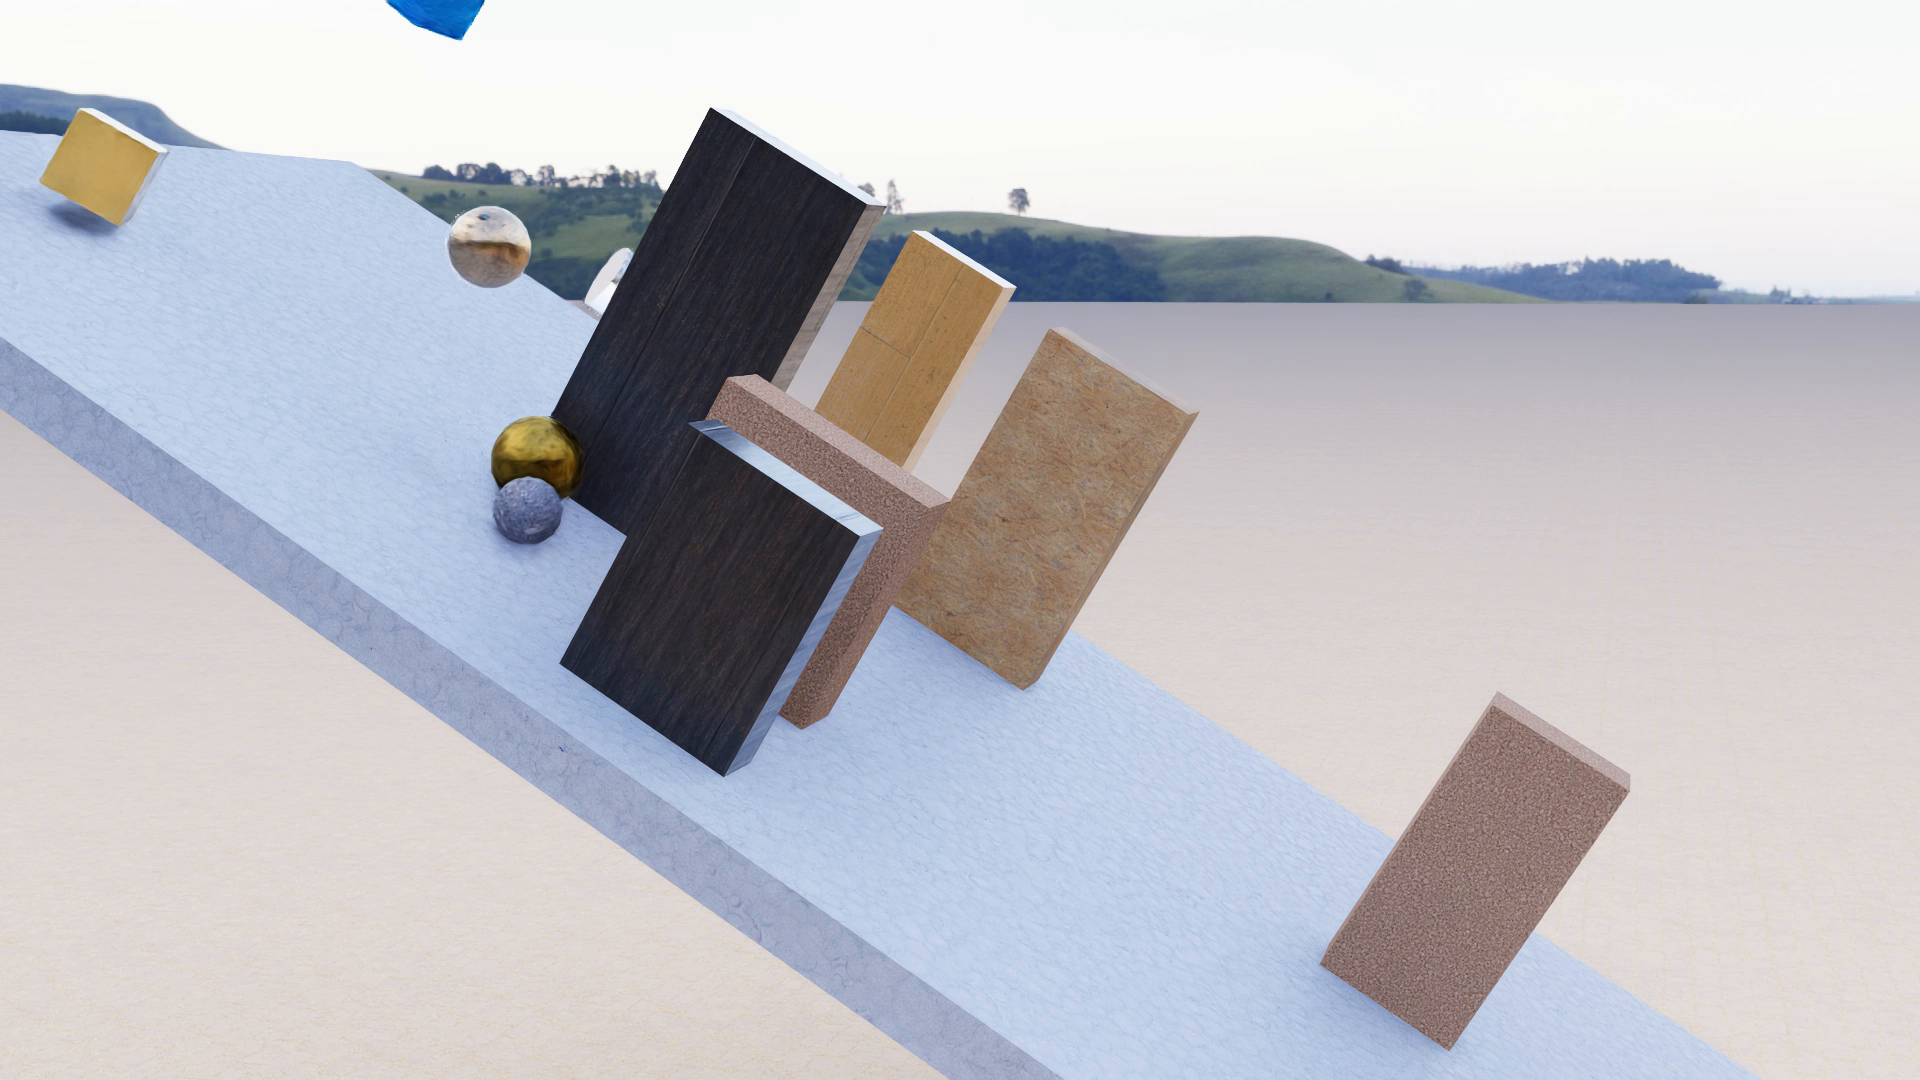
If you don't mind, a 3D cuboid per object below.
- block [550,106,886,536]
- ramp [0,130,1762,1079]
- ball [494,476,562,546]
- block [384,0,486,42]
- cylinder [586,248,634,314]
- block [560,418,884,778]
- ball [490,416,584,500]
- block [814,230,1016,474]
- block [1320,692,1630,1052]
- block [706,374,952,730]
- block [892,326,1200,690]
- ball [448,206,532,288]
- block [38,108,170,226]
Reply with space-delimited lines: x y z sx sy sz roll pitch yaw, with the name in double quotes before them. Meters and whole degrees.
"block" -0.472 -0.368 4.025 0.344 0.759 0.106 33 15 11
"ramp" -0.175 0.288 4.123 4.000 0.100 2.000 33 15 11
"ball" -0.734 -0.049 3.737 0.116 0.116 0.116 0 7 0
"block" -1.094 -1.161 4.551 0.163 0.163 0.163 25 -8 35
"cylinder" -0.682 -0.511 4.601 0.143 0.143 0.143 36 -9 -24
"block" -0.367 0.087 3.356 0.316 0.436 0.105 33 15 11
"ball" -0.751 -0.139 3.910 0.163 0.163 0.163 0 7 0
"block" -0.140 -0.359 4.920 0.243 0.619 0.100 33 15 11
"block" 0.911 0.586 3.900 0.269 0.568 0.132 33 15 11
"block" -0.305 0.017 3.702 0.405 0.439 0.126 33 15 11
"block" 0.170 -0.064 4.457 0.327 0.657 0.119 33 15 11
"ball" -0.998 -0.621 4.662 0.173 0.173 0.173 0 7 0
"block" -1.570 -0.687 4.040 0.153 0.153 0.153 30 3 -17
